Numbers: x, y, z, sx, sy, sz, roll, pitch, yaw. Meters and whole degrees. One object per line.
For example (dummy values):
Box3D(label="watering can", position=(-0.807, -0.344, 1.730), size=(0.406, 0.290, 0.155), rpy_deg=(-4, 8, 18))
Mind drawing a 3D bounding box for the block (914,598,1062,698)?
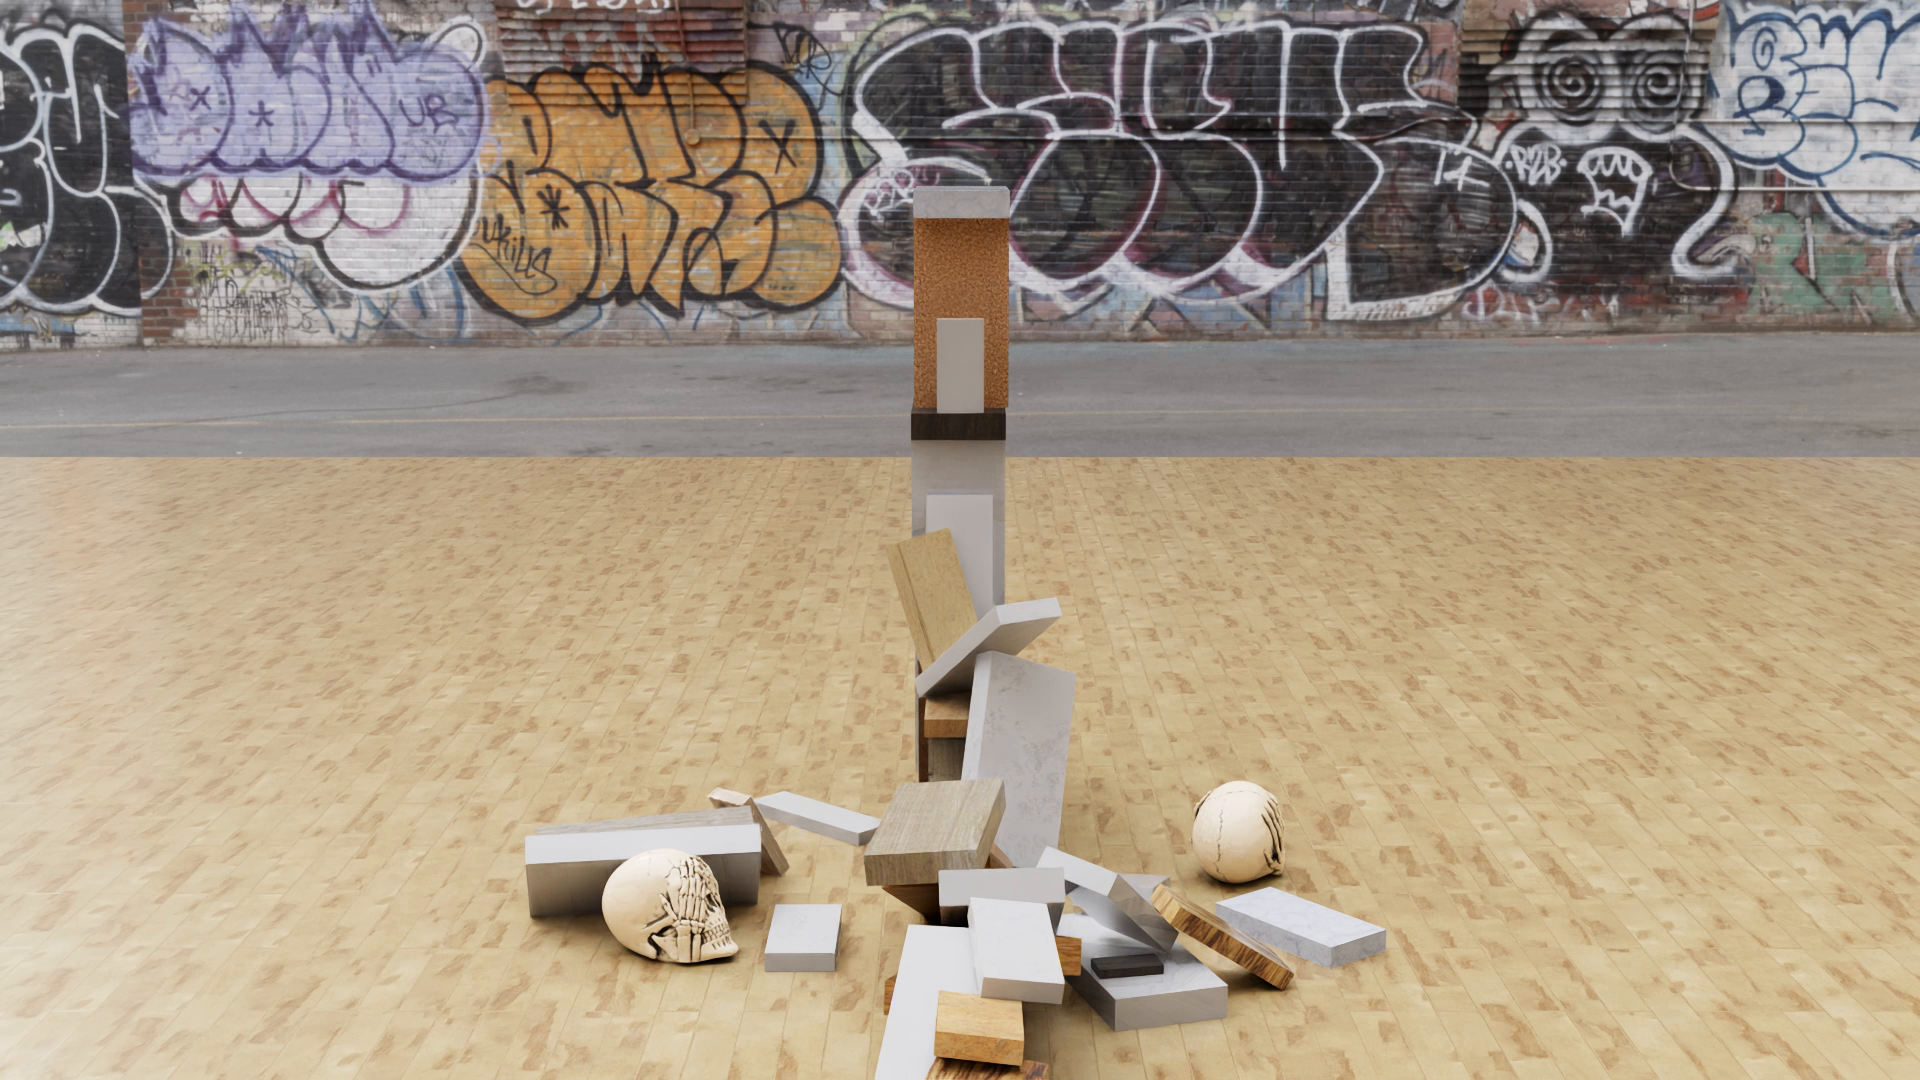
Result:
Box3D(label="block", position=(0.045, 0.189, 3.819), size=(0.121, 0.034, 0.343), rpy_deg=(-7, -21, -29))

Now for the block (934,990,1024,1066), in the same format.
Box3D(label="block", position=(0.022, 0.569, 2.571), size=(0.100, 0.028, 0.200), rpy_deg=(6, 1, 0))

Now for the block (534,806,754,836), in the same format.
Box3D(label="block", position=(-0.530, 0.517, 3.644), size=(0.352, 0.050, 0.176), rpy_deg=(-4, -30, -19))

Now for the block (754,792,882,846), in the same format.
Box3D(label="block", position=(-0.256, 0.510, 4.036), size=(0.285, 0.024, 0.085), rpy_deg=(10, 14, 42))

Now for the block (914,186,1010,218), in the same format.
Box3D(label="block", position=(0.003, -0.636, 4.128), size=(0.174, 0.049, 0.347), rpy_deg=(0, 10, 0))

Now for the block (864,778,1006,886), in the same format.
Box3D(label="block", position=(-0.033, 0.434, 3.291), size=(0.164, 0.047, 0.329), rpy_deg=(-4, 11, 9))

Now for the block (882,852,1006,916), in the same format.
Box3D(label="block", position=(-0.007, 0.534, 3.402), size=(0.164, 0.047, 0.329), rpy_deg=(-4, -17, 9))

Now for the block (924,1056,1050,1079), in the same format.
Box3D(label="block", position=(0.003, 0.652, 2.407), size=(0.127, 0.036, 0.254), rpy_deg=(7, 24, 16))

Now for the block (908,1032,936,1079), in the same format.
Box3D(label="block", position=(-0.010, 0.636, 2.526), size=(0.100, 0.028, 0.200), rpy_deg=(0, 23, 1))

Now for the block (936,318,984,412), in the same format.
Box3D(label="block", position=(0.001, -0.315, 3.977), size=(0.085, 0.169, 0.024), rpy_deg=(0, 11, 0))

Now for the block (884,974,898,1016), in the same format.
Box3D(label="block", position=(-0.006, 0.610, 2.981), size=(0.153, 0.043, 0.361), rpy_deg=(2, -7, 5))

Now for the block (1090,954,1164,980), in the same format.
Box3D(label="block", position=(0.243, 0.620, 3.201), size=(0.096, 0.014, 0.048), rpy_deg=(-2, 11, -12))

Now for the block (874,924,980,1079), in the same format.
Box3D(label="block", position=(-0.008, 0.589, 2.712), size=(0.153, 0.043, 0.305), rpy_deg=(2, 27, 6))

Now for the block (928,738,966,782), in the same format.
Box3D(label="block", position=(0.001, 0.442, 3.859), size=(0.112, 0.224, 0.032), rpy_deg=(0, -8, 0))

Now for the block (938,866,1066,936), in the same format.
Box3D(label="block", position=(0.058, 0.528, 3.185), size=(0.172, 0.049, 0.345), rpy_deg=(-2, -18, 0))

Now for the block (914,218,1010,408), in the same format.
Box3D(label="block", position=(0.002, -0.419, 4.050), size=(0.174, 0.347, 0.049), rpy_deg=(0, 10, 0))

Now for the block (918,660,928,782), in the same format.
Box3D(label="block", position=(0.002, 0.360, 4.054), size=(0.156, 0.312, 0.044), rpy_deg=(0, 10, 1))

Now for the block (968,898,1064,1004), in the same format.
Box3D(label="block", position=(0.068, 0.512, 2.751), size=(0.100, 0.028, 0.200), rpy_deg=(6, 19, -7))

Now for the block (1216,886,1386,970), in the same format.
Box3D(label="block", position=(0.535, 0.609, 3.468), size=(0.124, 0.035, 0.248), rpy_deg=(-8, 13, -37))

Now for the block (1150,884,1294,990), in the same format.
Box3D(label="block", position=(0.389, 0.591, 3.276), size=(0.212, 0.030, 0.106), rpy_deg=(32, 3, -15))

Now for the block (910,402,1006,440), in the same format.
Box3D(label="block", position=(-0.003, -0.236, 4.148), size=(0.172, 0.049, 0.344), rpy_deg=(0, 11, 0))

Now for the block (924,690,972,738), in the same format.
Box3D(label="block", position=(-0.004, 0.302, 3.906), size=(0.112, 0.032, 0.224), rpy_deg=(0, 12, 1))

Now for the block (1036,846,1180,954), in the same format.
Box3D(label="block", position=(0.218, 0.527, 3.212), size=(0.124, 0.035, 0.248), rpy_deg=(17, -19, 35))

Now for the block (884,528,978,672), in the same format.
Box3D(label="block", position=(-0.042, 0.111, 3.958), size=(0.121, 0.242, 0.034), rpy_deg=(-17, -10, -3))

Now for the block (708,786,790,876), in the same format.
Box3D(label="block", position=(-0.358, 0.496, 3.738), size=(0.085, 0.169, 0.024), rpy_deg=(8, 44, 41))

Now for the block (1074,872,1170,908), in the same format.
Box3D(label="block", position=(0.263, 0.564, 3.540), size=(0.124, 0.035, 0.248), rpy_deg=(1, -4, 12))

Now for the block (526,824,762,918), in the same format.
Box3D(label="block", position=(-0.508, 0.532, 3.534), size=(0.367, 0.176, 0.050), rpy_deg=(-2, 53, -9))

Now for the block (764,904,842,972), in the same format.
Box3D(label="block", position=(-0.243, 0.619, 3.429), size=(0.106, 0.030, 0.212), rpy_deg=(0, 11, 0))

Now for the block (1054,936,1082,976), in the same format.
Box3D(label="block", position=(0.046, 0.573, 3.070), size=(0.172, 0.049, 0.345), rpy_deg=(4, -9, -10))

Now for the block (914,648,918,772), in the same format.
Box3D(label="block", position=(-0.003, 0.111, 4.329), size=(0.172, 0.700, 0.049), rpy_deg=(0, 11, 0))

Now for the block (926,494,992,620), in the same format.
Box3D(label="block", position=(-0.001, 0.040, 4.012), size=(0.121, 0.242, 0.034), rpy_deg=(0, -3, 0))

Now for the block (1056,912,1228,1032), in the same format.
Box3D(label="block", position=(0.250, 0.636, 3.287), size=(0.172, 0.049, 0.345), rpy_deg=(-3, 11, -17))

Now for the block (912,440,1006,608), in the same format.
Box3D(label="block", position=(-0.003, -0.022, 4.071), size=(0.172, 0.344, 0.049), rpy_deg=(0, 10, 0))

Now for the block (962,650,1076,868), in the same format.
Box3D(label="block", position=(0.094, 0.381, 3.738), size=(0.176, 0.352, 0.050), rpy_deg=(17, -19, -29))

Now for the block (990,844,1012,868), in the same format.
Box3D(label="block", position=(-0.019, 0.516, 3.502), size=(0.164, 0.047, 0.328), rpy_deg=(-4, -17, 8))
